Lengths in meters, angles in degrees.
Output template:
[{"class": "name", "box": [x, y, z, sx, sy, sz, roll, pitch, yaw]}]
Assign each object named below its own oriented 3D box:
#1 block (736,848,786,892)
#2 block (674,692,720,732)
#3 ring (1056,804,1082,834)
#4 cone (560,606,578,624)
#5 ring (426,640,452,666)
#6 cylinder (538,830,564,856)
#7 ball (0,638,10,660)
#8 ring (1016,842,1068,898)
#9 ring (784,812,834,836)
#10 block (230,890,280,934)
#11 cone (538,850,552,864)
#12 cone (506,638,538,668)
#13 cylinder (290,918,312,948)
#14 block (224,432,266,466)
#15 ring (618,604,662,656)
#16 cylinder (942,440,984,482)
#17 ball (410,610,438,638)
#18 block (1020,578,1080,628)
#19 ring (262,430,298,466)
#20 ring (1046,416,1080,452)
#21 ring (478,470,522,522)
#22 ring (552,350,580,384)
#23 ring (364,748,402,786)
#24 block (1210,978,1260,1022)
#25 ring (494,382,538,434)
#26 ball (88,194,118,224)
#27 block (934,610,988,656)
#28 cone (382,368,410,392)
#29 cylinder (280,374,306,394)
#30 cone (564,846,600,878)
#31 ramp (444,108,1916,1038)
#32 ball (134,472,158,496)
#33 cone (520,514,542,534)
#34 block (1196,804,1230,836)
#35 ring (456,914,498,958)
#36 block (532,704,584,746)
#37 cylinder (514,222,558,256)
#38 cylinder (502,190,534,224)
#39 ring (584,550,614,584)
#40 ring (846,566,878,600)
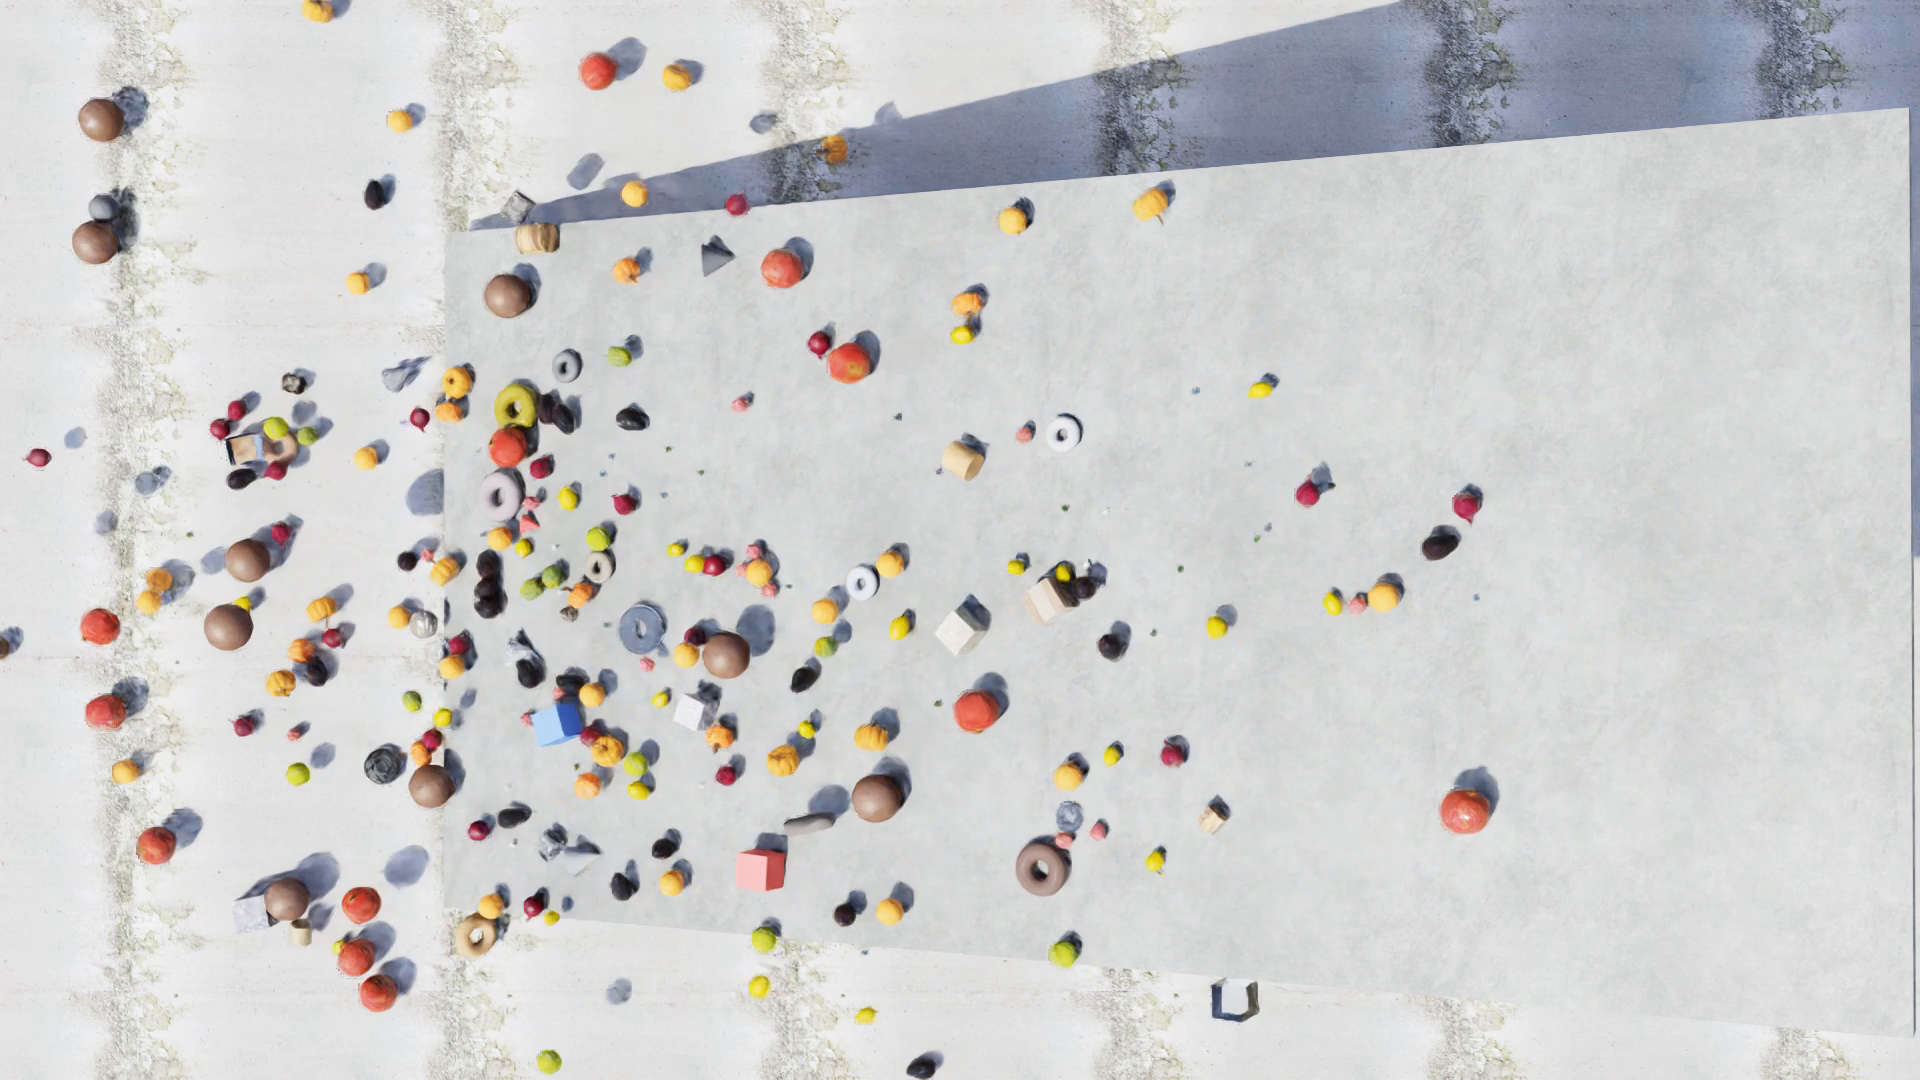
[{"class": "block", "box": [-0.541, 0.895, 5.964, 0.094, 0.094, 0.094, 4, 91, 27]}, {"class": "block", "box": [-0.727, 0.474, 6.070, 0.080, 0.080, 0.080, 22, 99, 25]}, {"class": "ring", "box": [0.277, 0.708, 5.591, 0.076, 0.025, 0.076, 1, 93, 26]}, {"class": "cone", "box": [-1.129, 0.208, 6.285, 0.053, 0.053, 0.053, -6, 75, 25]}, {"class": "ring", "box": [-1.541, 0.335, 6.502, 0.080, 0.027, 0.080, -1, 78, 6]}, {"class": "cylinder", "box": [-1.172, 0.868, 6.298, 0.055, 0.055, 0.055, 34, 89, 25]}, {"class": "ball", "box": [-2.881, 0.326, 6.573, 0.075, 0.075, 0.075, 0, 89, 0]}, {"class": "ring", "box": [0.208, 0.841, 5.612, 0.143, 0.048, 0.143, 2, 93, 29]}, {"class": "ring", "box": [-0.400, 0.755, 5.849, 0.139, 0.139, 0.046, -12, 84, 0]}, {"class": "block", "box": [-2.100, 1.109, 6.552, 0.098, 0.098, 0.098, -12, 89, 0]}, {"class": "cone", "box": [-1.179, 0.897, 6.324, 0.050, 0.050, 0.050, 45, 71, 0]}, {"class": "cone", "box": [-1.262, 0.329, 6.364, 0.088, 0.088, 0.088, 5, 89, 0]}, {"class": "cylinder", "box": [-1.961, 1.169, 6.544, 0.063, 0.063, 0.063, 7, 110, 0]}, {"class": "block", "box": [-2.137, -0.270, 6.575, 0.082, 0.082, 0.082, -13, 89, 0]}, {"class": "ring", "box": [-0.897, 0.253, 6.177, 0.143, 0.048, 0.143, 0, 90, 28]}, {"class": "cylinder", "box": [0.006, -0.205, 5.708, 0.079, 0.079, 0.079, 33, 89, 23]}, {"class": "ball", "box": [-1.578, 0.249, 6.475, 0.085, 0.085, 0.085, 0, 89, 0]}, {"class": "block", "box": [0.226, 0.158, 5.586, 0.091, 0.091, 0.091, -37, 74, 22]}, {"class": "ring", "box": [-2.041, -0.277, 6.598, 0.111, 0.037, 0.111, 0, 89, 1]}, {"class": "ring", "box": [0.263, -0.270, 5.606, 0.094, 0.031, 0.094, -1, 87, 27]}, {"class": "ring", "box": [-1.339, -0.128, 6.402, 0.150, 0.050, 0.150, 0, 90, 26]}, {"class": "ring", "box": [-1.131, -0.497, 6.311, 0.094, 0.031, 0.094, 0, 90, 28]}, {"class": "ring", "box": [-1.728, 0.678, 6.583, 0.111, 0.037, 0.111, 1, 81, -4]}, {"class": "block", "box": [0.731, 1.219, 5.845, 0.090, 0.090, 0.090, 1, 98, 37]}, {"class": "ring", "box": [-1.288, -0.382, 6.380, 0.148, 0.049, 0.148, 0, 91, 27]}, {"class": "ball", "box": [-2.563, -0.991, 6.581, 0.086, 0.086, 0.086, 0, 89, 0]}, {"class": "block", "box": [0.004, 0.240, 5.701, 0.084, 0.084, 0.084, 44, 108, 20]}, {"class": "cone", "box": [-1.666, -0.493, 6.559, 0.083, 0.083, 0.083, -26, 89, 28]}, {"class": "cylinder", "box": [-1.999, -0.468, 6.591, 0.054, 0.054, 0.054, 14, 89, 0]}, {"class": "cone", "box": [-1.062, 0.903, 6.245, 0.092, 0.092, 0.092, -16, 89, 10]}, {"class": "ramp", "box": [0.279, 0.079, 5.667, 4.000, 0.100, 2.000, 0, 89, 27]}, {"class": "ball", "box": [-2.436, -0.167, 6.580, 0.070, 0.070, 0.070, 0, 89, 0]}, {"class": "cone", "box": [-1.239, -0.042, 6.364, 0.058, 0.058, 0.058, 11, 89, 0]}, {"class": "block", "box": [0.620, 0.688, 5.404, 0.051, 0.051, 0.051, 47, 109, 19]}, {"class": "ring", "box": [-1.436, 1.173, 6.530, 0.134, 0.045, 0.134, -6, 100, -40]}, {"class": "block", "box": [-1.149, 0.528, 6.275, 0.092, 0.092, 0.092, -22, 80, 25]}, {"class": "cylinder", "box": [-1.219, -0.866, 6.328, 0.088, 0.088, 0.088, -1, 89, 27]}, {"class": "cylinder", "box": [-1.283, -0.967, 6.387, 0.070, 0.070, 0.070, 36, 99, 0]}, {"class": "ring", "box": [-1.027, 0.076, 6.253, 0.097, 0.032, 0.097, 0, 90, 28]}, {"class": "ring", "box": [-0.261, 0.115, 5.866, 0.094, 0.031, 0.094, 0, 90, 31]}]
